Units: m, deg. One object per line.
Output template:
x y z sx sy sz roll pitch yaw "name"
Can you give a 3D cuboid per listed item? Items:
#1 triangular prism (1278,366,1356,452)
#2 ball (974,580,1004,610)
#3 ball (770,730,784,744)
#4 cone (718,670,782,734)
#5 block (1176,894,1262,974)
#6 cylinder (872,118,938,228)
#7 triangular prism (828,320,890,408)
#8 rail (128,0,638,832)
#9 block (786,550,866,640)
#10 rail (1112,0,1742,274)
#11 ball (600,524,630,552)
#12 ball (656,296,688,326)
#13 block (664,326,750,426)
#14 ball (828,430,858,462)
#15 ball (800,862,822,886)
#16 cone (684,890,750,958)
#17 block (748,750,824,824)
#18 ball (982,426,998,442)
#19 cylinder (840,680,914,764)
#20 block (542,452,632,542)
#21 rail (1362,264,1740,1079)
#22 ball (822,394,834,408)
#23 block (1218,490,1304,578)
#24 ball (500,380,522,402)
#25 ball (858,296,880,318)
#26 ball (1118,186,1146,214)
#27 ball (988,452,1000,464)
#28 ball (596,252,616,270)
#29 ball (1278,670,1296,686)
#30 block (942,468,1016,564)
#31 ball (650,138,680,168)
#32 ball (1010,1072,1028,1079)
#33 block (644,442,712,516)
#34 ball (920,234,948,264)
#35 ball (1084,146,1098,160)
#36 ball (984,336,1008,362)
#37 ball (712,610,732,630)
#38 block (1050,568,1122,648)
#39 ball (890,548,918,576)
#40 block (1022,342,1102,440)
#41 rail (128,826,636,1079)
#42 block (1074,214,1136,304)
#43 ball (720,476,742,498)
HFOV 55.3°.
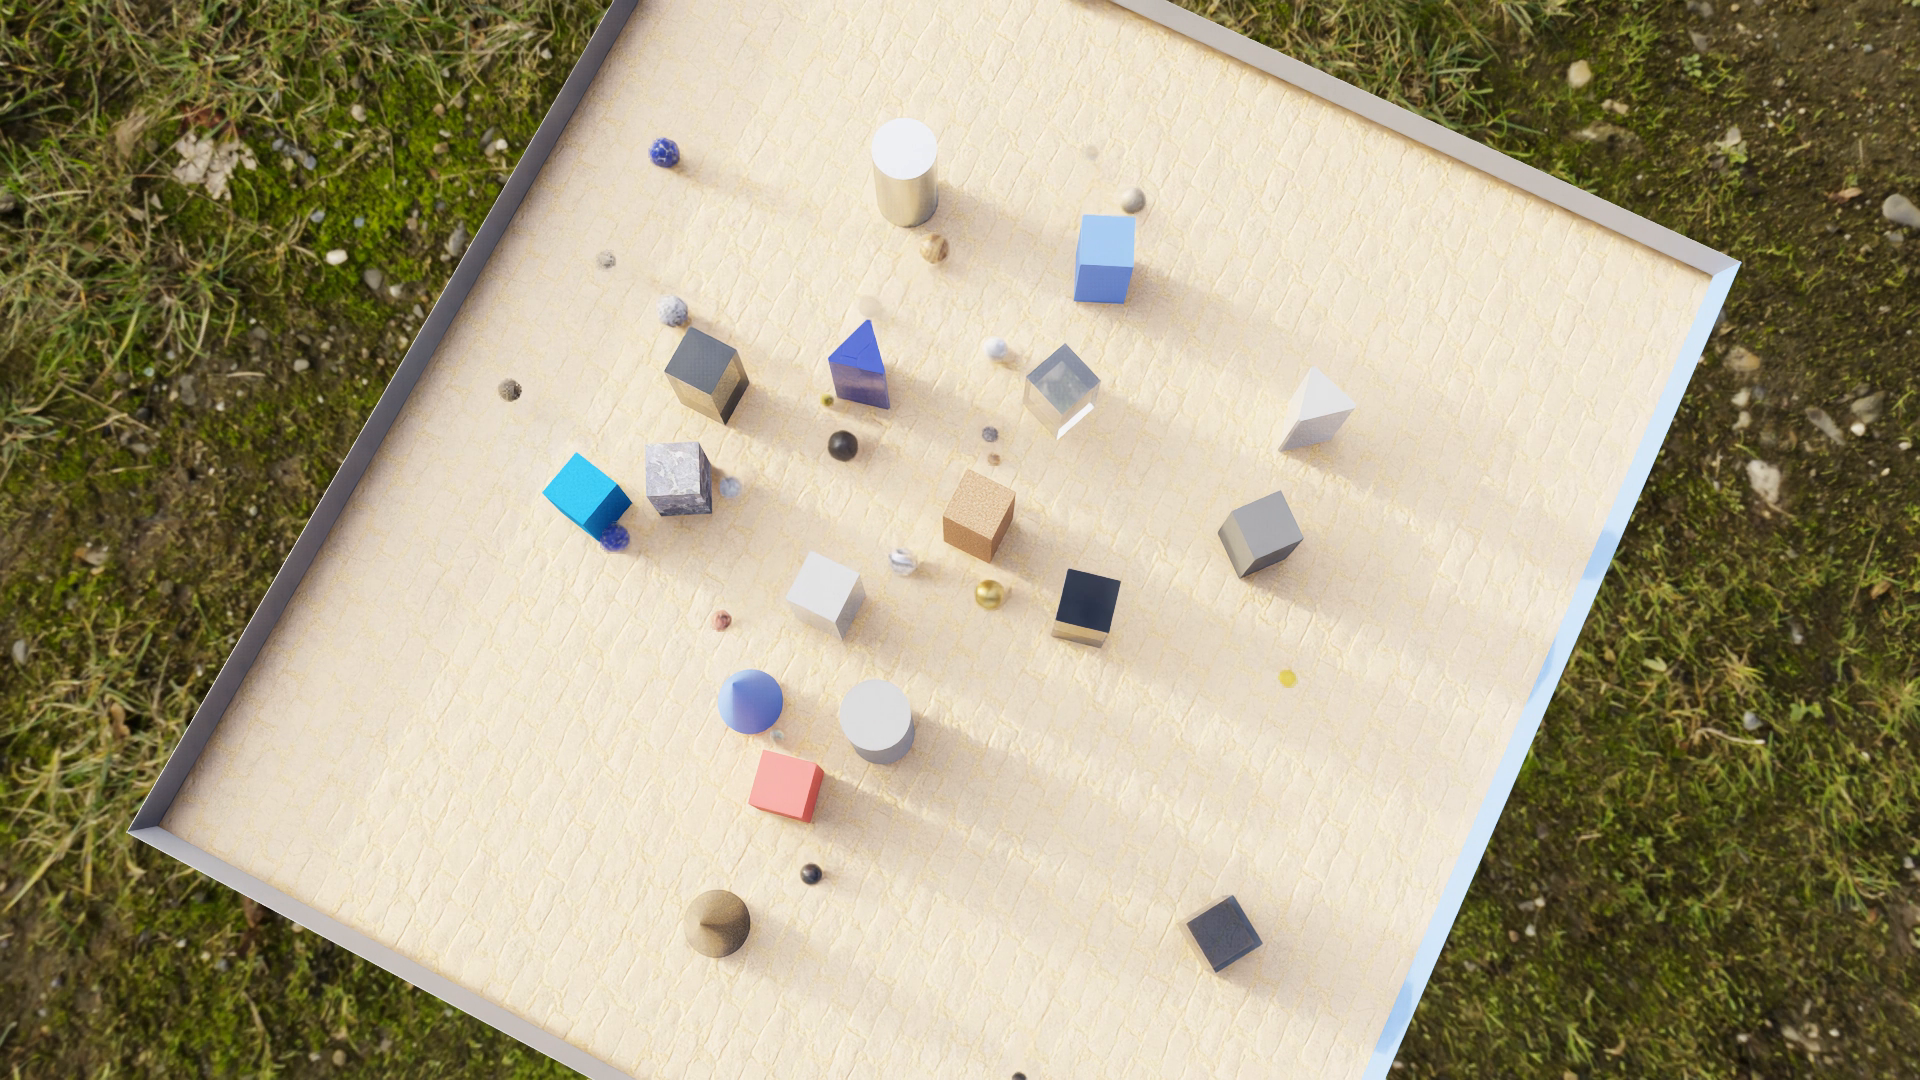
1.050 -0.402 5.514 0.171 0.363 0.148 -14 79 -3 "triangular prism"
0.090 0.164 5.536 0.091 0.091 0.091 0 78 0 "ball"
-0.544 0.589 5.473 0.042 0.042 0.042 0 78 0 "ball"
-0.631 0.442 5.300 0.197 0.441 0.197 0 78 0 "cone"
0.742 1.129 5.259 0.158 0.243 0.158 -30 80 -6 "block"
-0.166 -1.127 5.651 0.197 0.389 0.197 0 78 0 "cylinder"
-0.285 -0.537 5.532 0.171 0.383 0.148 14 79 3 "triangular prism"
-1.563 -0.759 5.707 0.045 0.128 3.719 26 80 5 "rail"
-0.392 0.167 5.402 0.158 0.353 0.158 25 79 5 "block"
0.821 -1.601 5.882 3.543 0.128 0.045 26 80 5 "rail"
-1.048 -0.005 5.573 0.087 0.087 0.087 0 78 0 "ball"
-0.896 -0.714 5.714 0.099 0.099 0.099 0 78 0 "ball"
-0.762 -0.492 5.544 0.158 0.341 0.158 27 80 5 "block"
-0.359 -0.290 5.628 0.095 0.095 0.095 0 78 0 "ball"
-0.437 0.980 5.380 0.067 0.067 0.067 0 78 0 "ball"
-0.714 1.090 5.204 0.197 0.365 0.197 0 78 0 "cone"
-0.501 0.717 5.315 0.158 0.300 0.158 14 79 3 "block"
0.091 -0.329 5.660 0.048 0.048 0.048 0 78 0 "ball"
-0.234 0.528 5.270 0.197 0.465 0.197 0 78 0 "cylinder"
-1.119 -0.127 5.514 0.158 0.253 0.158 37 81 7 "block"
1.563 0.772 5.390 0.045 0.128 3.719 26 80 5 "rail"
-0.410 -0.433 5.685 0.041 0.041 0.041 0 78 0 "ball"
0.893 -0.013 5.463 0.158 0.307 0.158 -23 79 -5 "block"
-1.393 -0.464 5.678 0.068 0.068 0.068 0 78 0 "ball"
-0.283 -0.728 5.733 0.068 0.068 0.068 0 78 0 "ball"
0.544 -1.074 5.795 0.087 0.087 0.087 0 78 0 "ball"
0.104 -0.253 5.648 0.041 0.041 0.041 0 78 0 "ball"
-1.113 -0.880 5.769 0.059 0.059 0.059 0 78 0 "ball"
0.982 0.414 5.504 0.052 0.052 0.052 0 78 0 "ball"
0.056 -0.067 5.443 0.158 0.366 0.158 26 80 5 "block"
-0.937 -1.229 5.823 0.094 0.094 0.094 0 78 0 "ball"
0.170 1.555 5.270 0.048 0.048 0.048 0 78 0 "ball"
-0.845 -0.182 5.515 0.158 0.273 0.158 -3 78 -1 "block"
-0.082 -0.915 5.760 0.089 0.089 0.089 0 78 0 "ball"
0.419 -1.234 5.847 0.048 0.048 0.048 0 78 0 "ball"
0.112 -0.593 5.699 0.078 0.078 0.078 0 78 0 "ball"
-0.721 0.241 5.536 0.060 0.060 0.060 0 78 0 "ball"
0.370 0.205 5.420 0.158 0.302 0.158 14 79 3 "block"
-0.171 0.065 5.559 0.086 0.086 0.086 0 78 0 "ball"
0.306 -0.448 5.562 0.158 0.289 0.158 -41 81 -8 "block"
-0.821 1.615 5.216 3.543 0.128 0.045 26 80 5 "rail"
0.441 -0.859 5.624 0.158 0.333 0.158 3 78 1 "block"
-0.703 -0.163 5.615 0.070 0.070 0.070 0 78 0 "ball"
